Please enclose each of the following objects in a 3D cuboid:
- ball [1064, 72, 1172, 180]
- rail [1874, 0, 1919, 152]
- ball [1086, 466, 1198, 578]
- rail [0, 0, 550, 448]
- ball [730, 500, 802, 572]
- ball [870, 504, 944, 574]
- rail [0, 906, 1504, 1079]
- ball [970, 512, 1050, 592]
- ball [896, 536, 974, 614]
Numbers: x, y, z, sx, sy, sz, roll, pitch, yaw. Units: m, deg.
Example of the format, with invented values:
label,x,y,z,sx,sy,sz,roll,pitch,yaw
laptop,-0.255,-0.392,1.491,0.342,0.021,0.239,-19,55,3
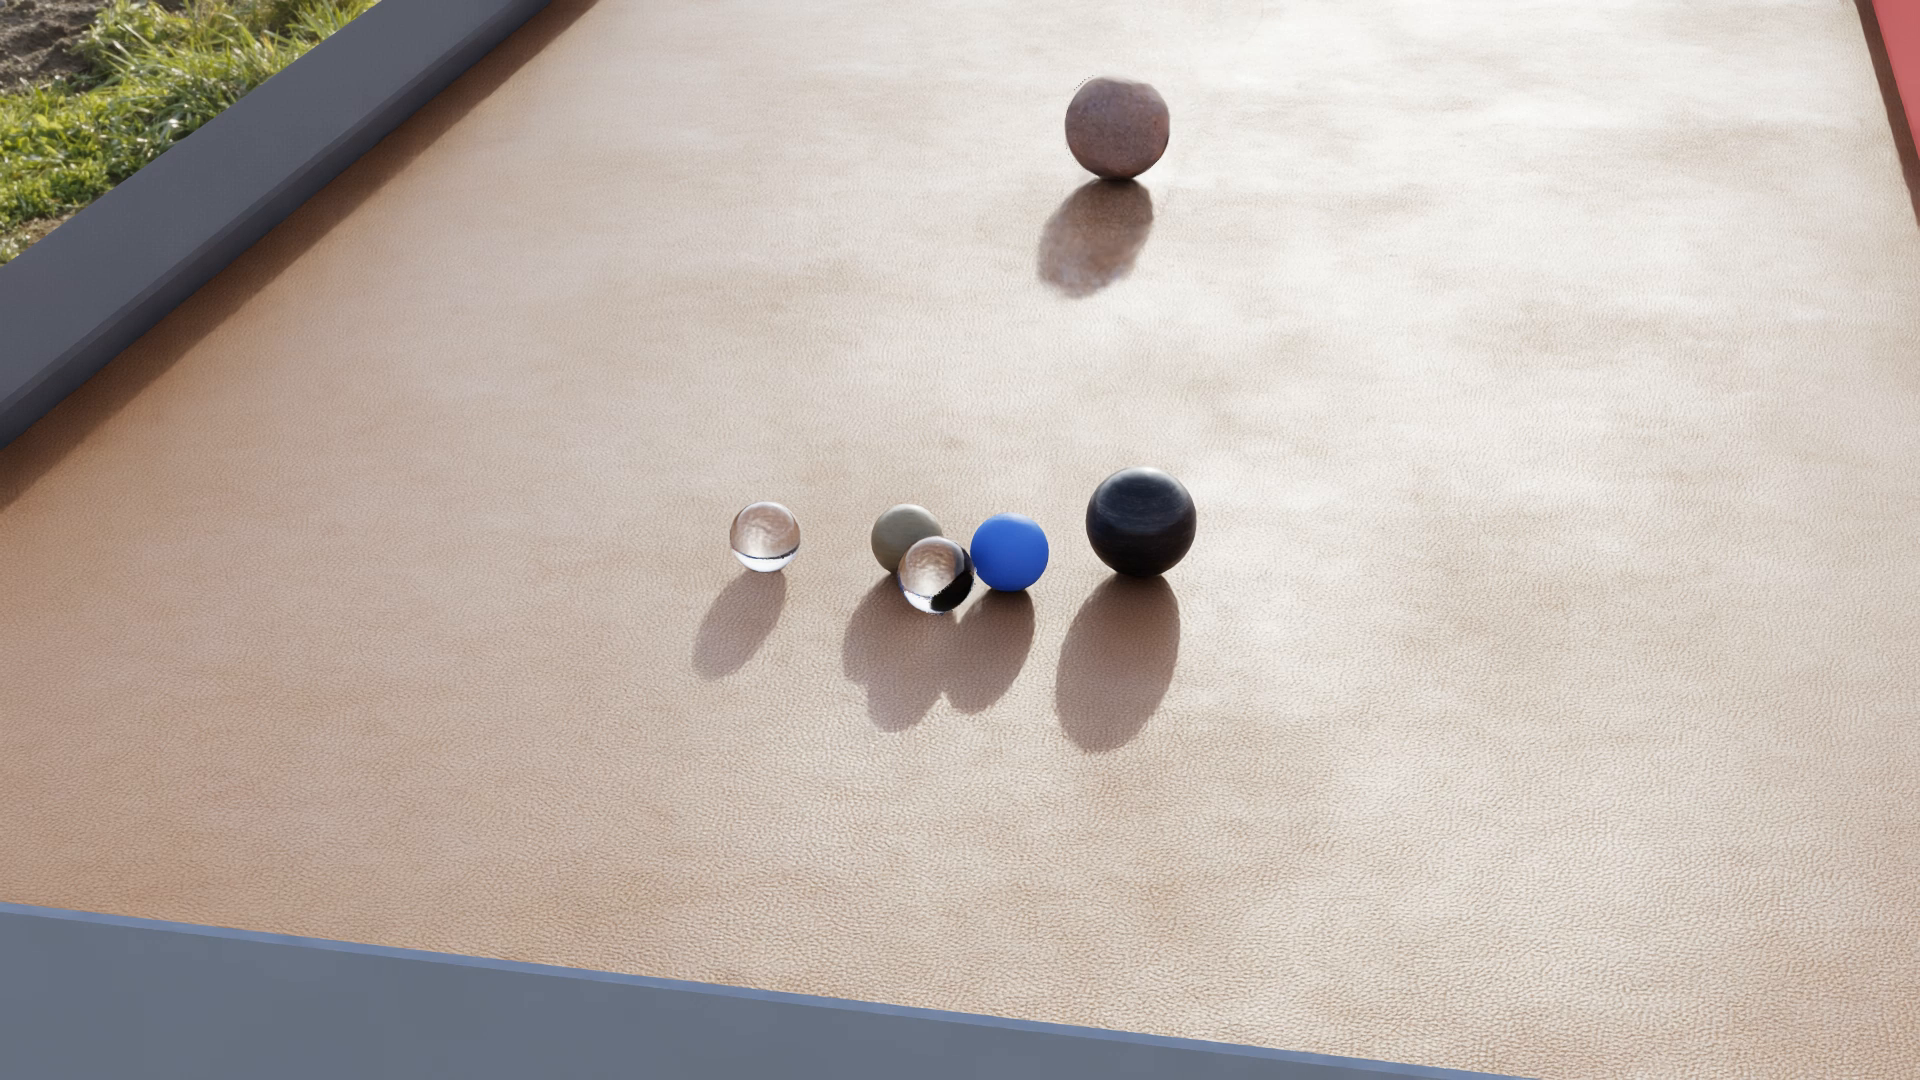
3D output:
label,x,y,z,sx,sy,sz,roll,pitch,yaw
ball,0.141,-0.370,2.632,0.095,0.095,0.095,0,26,0
rail,0.808,-0.255,2.355,0.045,0.124,2.658,5,26,10
ball,0.118,-0.012,1.908,0.073,0.073,0.073,0,26,0
rail,-0.547,-0.372,2.600,0.045,0.124,2.658,5,26,10
ball,-0.127,-0.002,1.917,0.047,0.047,0.047,0,26,0
ball,-0.034,0.000,1.912,0.047,0.047,0.047,0,26,0
rail,-0.126,0.238,1.322,1.429,0.124,0.045,5,26,10
ball,0.032,0.008,1.891,0.051,0.051,0.051,0,26,0
ball,-0.015,0.022,1.864,0.049,0.049,0.049,0,26,0
